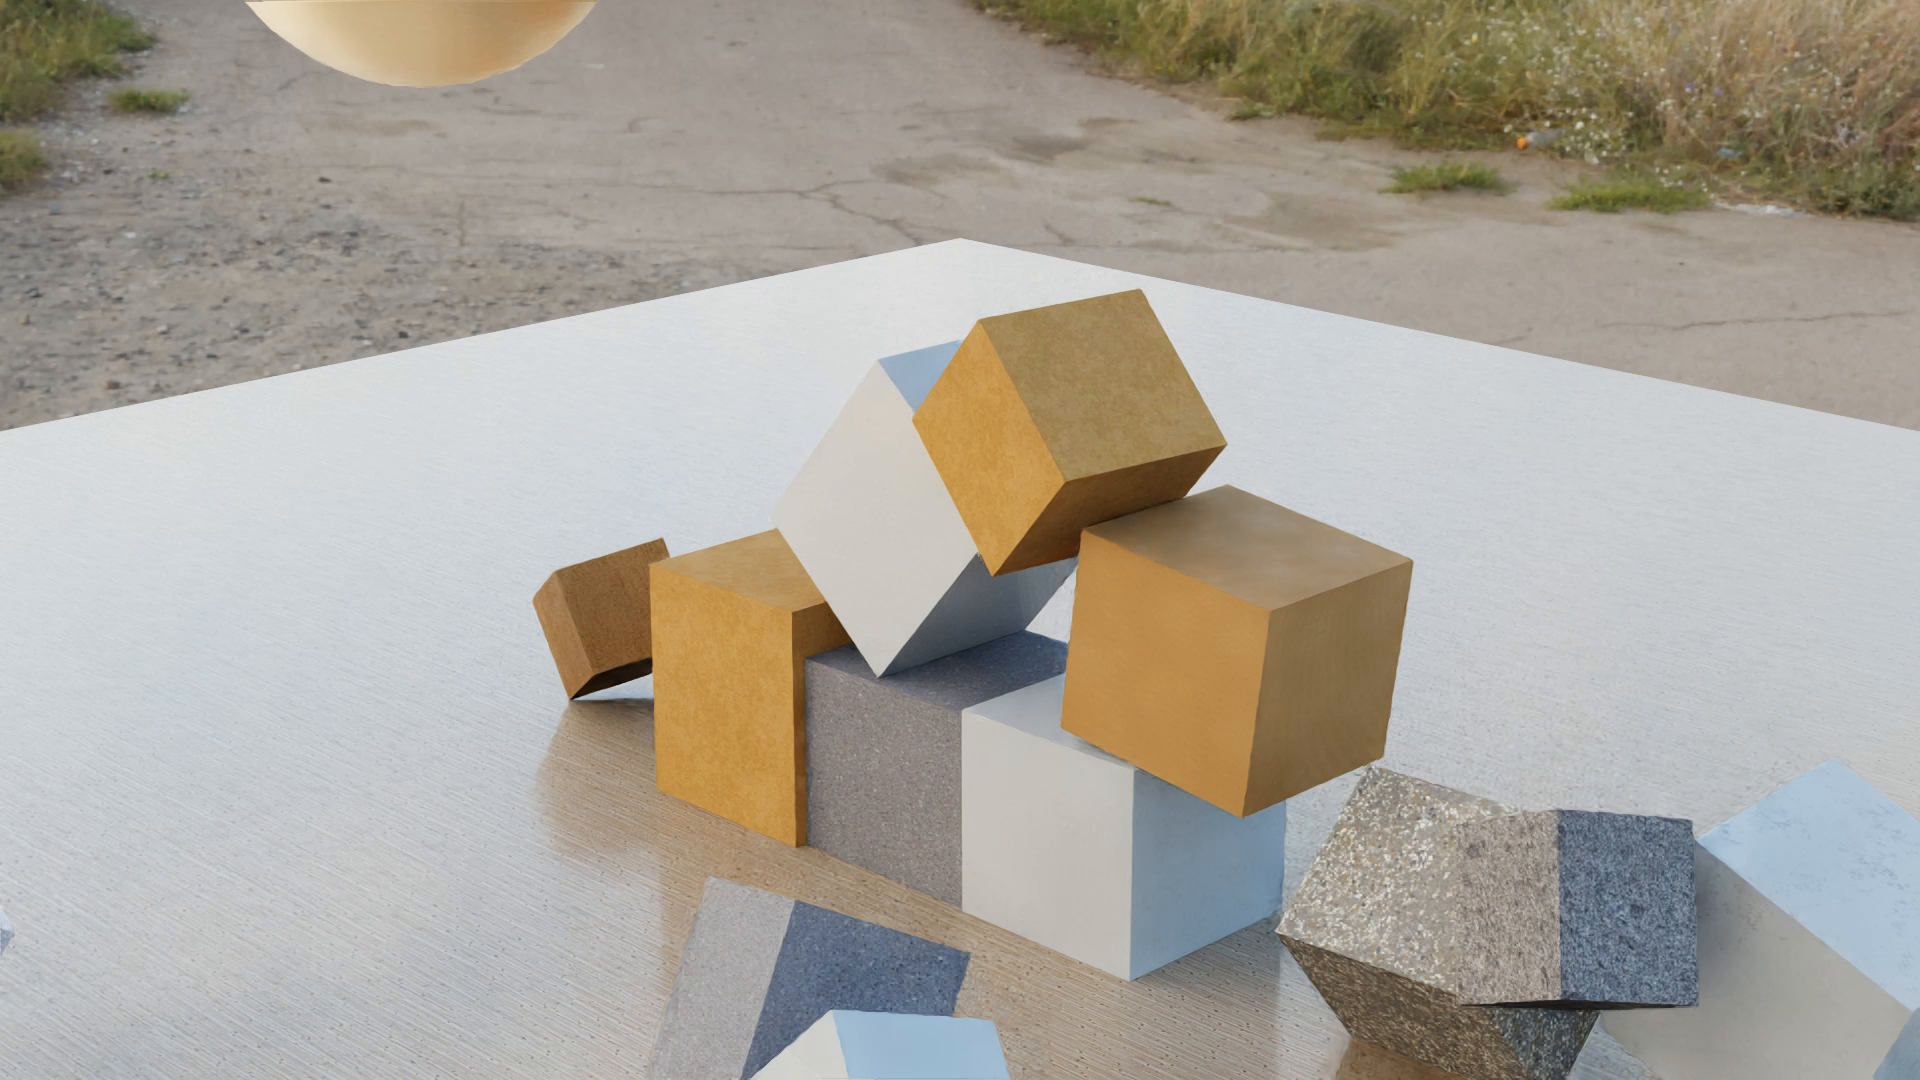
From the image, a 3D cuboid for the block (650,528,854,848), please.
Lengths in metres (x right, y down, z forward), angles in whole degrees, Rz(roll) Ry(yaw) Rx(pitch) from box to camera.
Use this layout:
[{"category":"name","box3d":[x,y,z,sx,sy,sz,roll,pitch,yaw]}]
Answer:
[{"category":"block","box3d":[-0.733,0.660,14.300,1.127,1.166,1.023,-17,24,-42]}]

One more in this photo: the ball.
[{"category":"ball","box3d":[-1.945,-2.433,10.538,1.600,1.600,1.600,0,17,0]}]

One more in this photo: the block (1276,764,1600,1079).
[{"category":"block","box3d":[1.949,1.543,11.466,0.927,0.874,0.793,15,63,39]}]

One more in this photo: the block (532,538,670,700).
[{"category":"block","box3d":[-1.824,0.422,15.541,0.620,0.585,0.565,-18,-10,-25]}]

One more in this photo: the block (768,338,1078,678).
[{"category":"block","box3d":[-0.026,-0.184,13.346,0.961,1.139,0.953,-17,64,-42]}]

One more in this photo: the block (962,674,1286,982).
[{"category":"block","box3d":[0.723,1.196,12.943,1.021,0.957,1.005,-17,24,-42]}]

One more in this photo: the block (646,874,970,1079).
[{"category":"block","box3d":[-0.561,1.749,10.785,0.770,0.776,0.694,22,-9,-30]}]

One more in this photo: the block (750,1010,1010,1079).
[{"category":"block","box3d":[-0.271,2.100,9.475,0.661,0.803,0.844,11,48,-37]}]

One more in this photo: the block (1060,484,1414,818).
[{"category":"block","box3d":[1.147,0.438,12.253,1.006,0.911,0.940,24,29,39]}]

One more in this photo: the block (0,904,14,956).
[{"category":"block","box3d":[-4.178,1.555,11.248,0.682,0.705,0.589,28,7,-39]}]

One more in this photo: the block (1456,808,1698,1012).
[{"category":"block","box3d":[2.212,1.342,10.549,0.591,0.658,0.612,7,-13,-25]}]

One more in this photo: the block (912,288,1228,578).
[{"category":"block","box3d":[0.454,-0.459,12.427,0.848,0.755,0.810,-13,65,-33]}]

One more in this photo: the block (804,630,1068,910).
[{"category":"block","box3d":[0.001,0.990,13.641,1.006,0.931,1.029,-17,24,-42]}]

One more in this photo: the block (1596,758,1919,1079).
[{"category":"block","box3d":[3.204,1.610,10.968,0.973,0.968,0.964,-20,49,-41]}]
